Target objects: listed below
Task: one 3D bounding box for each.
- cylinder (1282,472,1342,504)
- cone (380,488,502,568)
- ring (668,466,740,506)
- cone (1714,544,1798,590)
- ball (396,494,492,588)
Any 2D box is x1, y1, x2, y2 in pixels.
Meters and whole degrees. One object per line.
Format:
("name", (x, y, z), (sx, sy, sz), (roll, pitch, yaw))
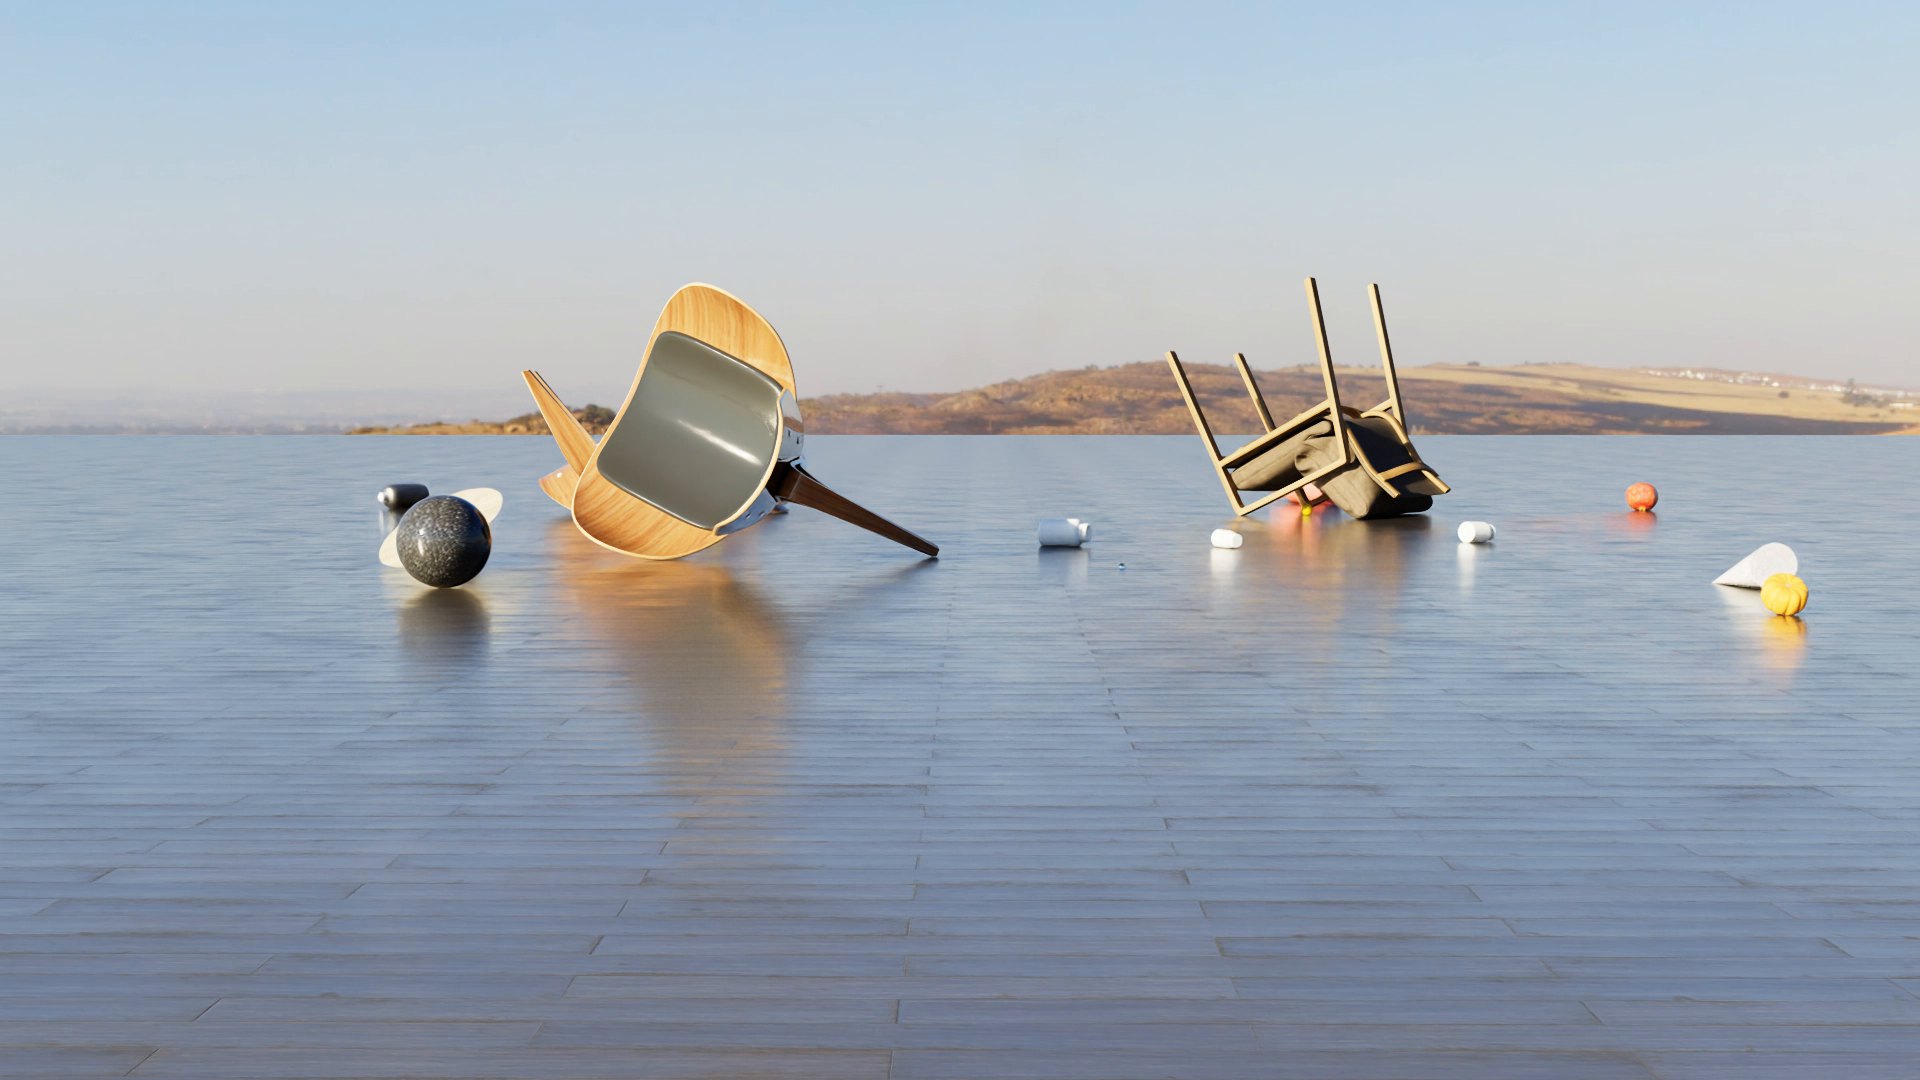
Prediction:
("cylinder", (1.371, -0.203, 8.566), (0.181, 0.113, 0.167), (4, -25, 43))
("cone", (-1.304, 0.013, 5.651), (0.353, 0.121, 0.297), (-20, 33, 10))
("ring", (-1.005, -0.213, 8.626), (0.244, 0.144, 0.386), (3, 6, 21))
("cone", (1.784, 0.079, 5.014), (0.140, 0.104, 0.201), (-19, -3, -25))
("ball", (-1.163, 0.003, 4.956), (0.212, 0.212, 0.212), (0, 4, 0))
